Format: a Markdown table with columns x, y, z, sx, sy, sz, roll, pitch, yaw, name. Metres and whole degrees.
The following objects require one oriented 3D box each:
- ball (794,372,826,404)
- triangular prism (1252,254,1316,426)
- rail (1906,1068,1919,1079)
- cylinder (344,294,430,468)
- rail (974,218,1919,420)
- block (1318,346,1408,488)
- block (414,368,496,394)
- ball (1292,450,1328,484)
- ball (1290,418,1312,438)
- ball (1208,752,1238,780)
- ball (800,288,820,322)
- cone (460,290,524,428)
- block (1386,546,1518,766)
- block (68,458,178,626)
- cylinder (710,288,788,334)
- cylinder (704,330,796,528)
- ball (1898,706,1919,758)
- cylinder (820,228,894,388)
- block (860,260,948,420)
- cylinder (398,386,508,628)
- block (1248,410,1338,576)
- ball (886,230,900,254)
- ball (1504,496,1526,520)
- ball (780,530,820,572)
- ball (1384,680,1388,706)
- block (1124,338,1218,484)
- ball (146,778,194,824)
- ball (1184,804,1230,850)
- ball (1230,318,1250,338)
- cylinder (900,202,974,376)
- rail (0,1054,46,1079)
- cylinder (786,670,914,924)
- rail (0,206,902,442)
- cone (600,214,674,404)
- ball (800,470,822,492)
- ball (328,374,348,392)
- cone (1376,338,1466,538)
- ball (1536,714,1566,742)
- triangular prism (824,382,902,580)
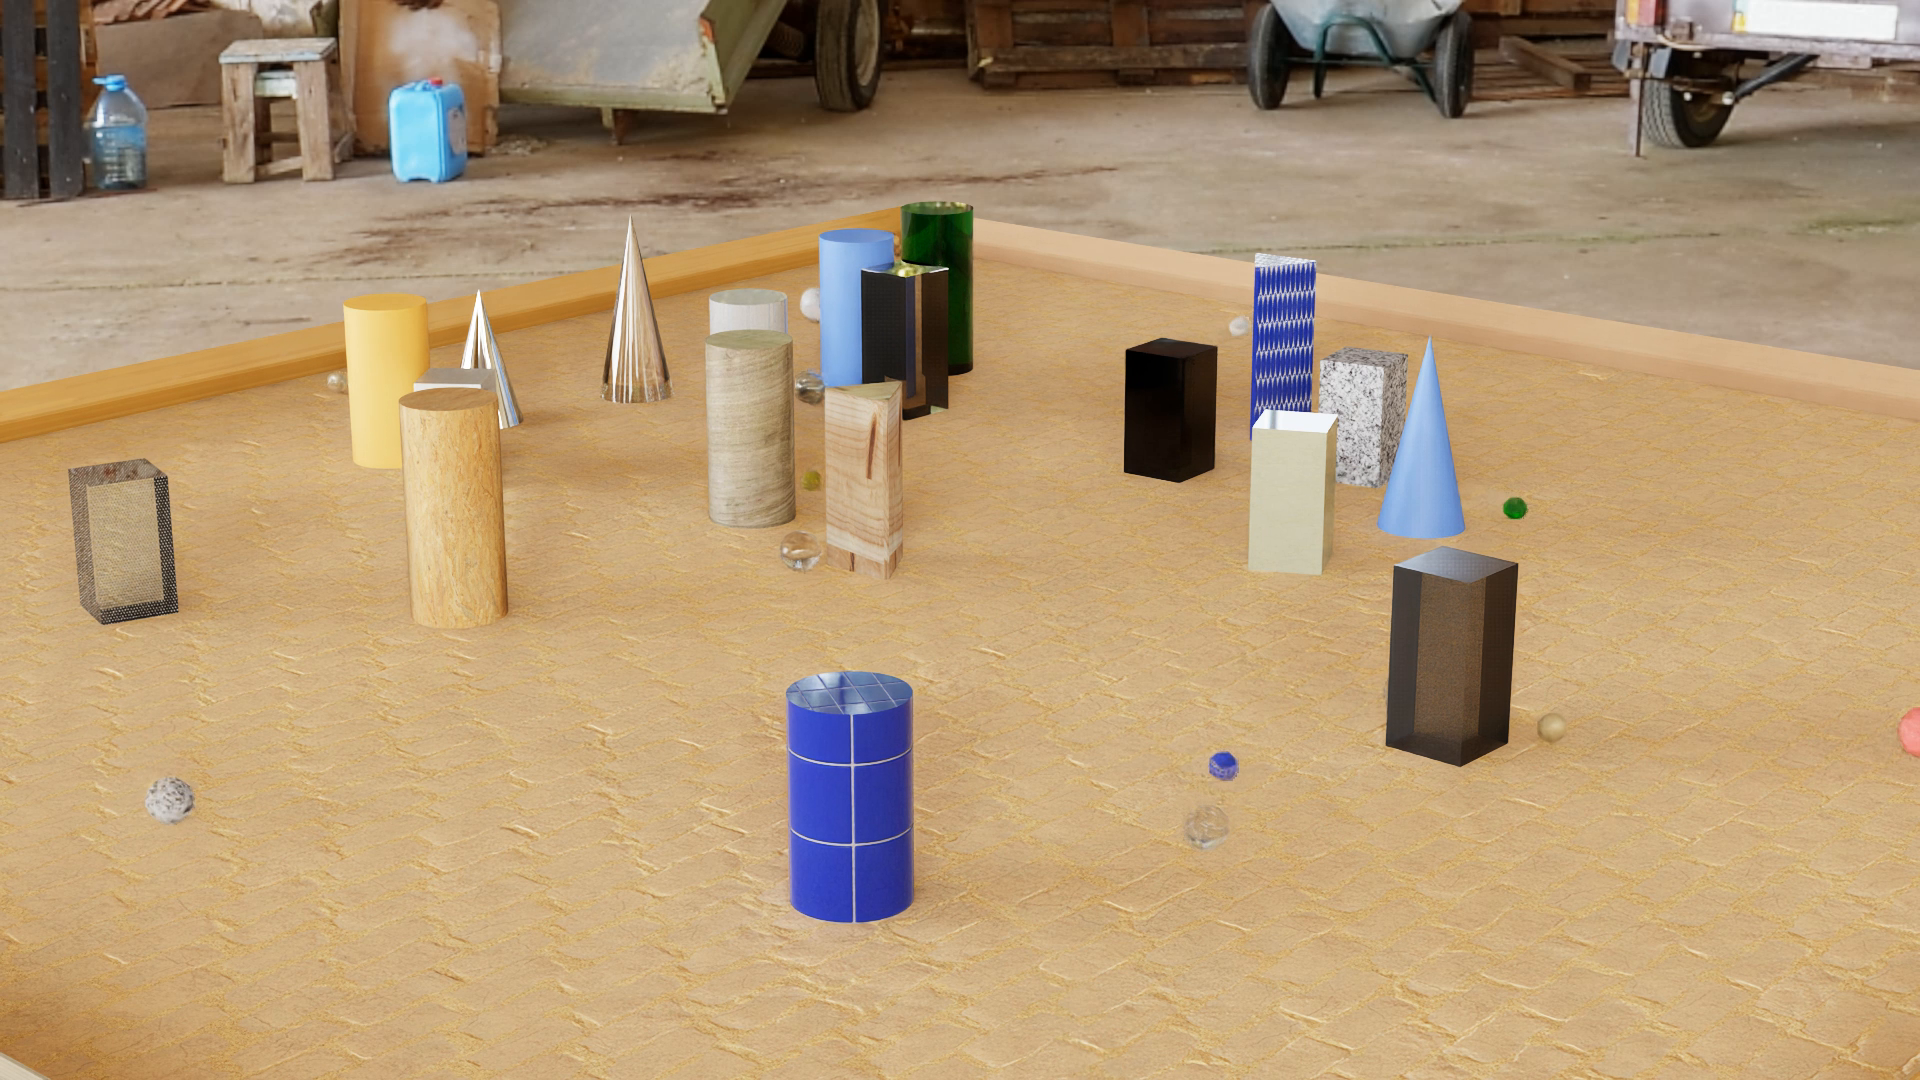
| x | y | z | sx | sy | sz | roll | pitch | yaw | name |
| --- | --- | --- | --- | --- | --- | --- | --- | --- | --- |
| -0.323 | -0.329 | 6.355 | 0.070 | 0.070 | 0.070 | 0 | 17 | 0 | ball |
| 0.643 | -0.405 | 6.098 | 0.142 | 0.366 | 0.123 | -8 | 19 | -23 | triangular prism |
| 1.584 | 0.428 | 3.808 | 0.045 | 0.106 | 4.395 | 14 | 22 | 39 | rail |
| -1.147 | -0.321 | 5.896 | 0.164 | 0.322 | 0.164 | 0 | 17 | 0 | cylinder |
| 1.425 | -0.452 | 6.693 | 4.242 | 0.106 | 0.045 | 14 | 22 | 39 | rail |
| 0.792 | -0.243 | 5.776 | 0.131 | 0.242 | 0.131 | 9 | 19 | 28 | block |
| -0.987 | -0.221 | 5.761 | 0.131 | 0.209 | 0.131 | 1 | 17 | 4 | block |
| 0.686 | -0.143 | 5.749 | 0.068 | 0.068 | 0.068 | 0 | 17 | 0 | ball |
| 0.708 | -0.231 | 6.083 | 0.042 | 0.042 | 0.042 | 0 | 17 | 0 | ball |
| 0.381 | 0.327 | 4.249 | 0.042 | 0.042 | 0.042 | 0 | 17 | 0 | ball |
| -0.349 | -0.571 | 7.130 | 0.082 | 0.082 | 0.082 | 0 | 17 | 0 | ball |
| -1.009 | -0.390 | 6.189 | 0.164 | 0.283 | 0.164 | 0 | 17 | 0 | cone |
| 0.729 | 0.171 | 4.349 | 0.131 | 0.283 | 0.131 | 15 | 22 | 40 | block |
| -1.419 | 0.002 | 4.975 | 0.131 | 0.242 | 0.131 | -10 | 20 | -30 | block |
| -0.445 | -0.383 | 6.193 | 0.164 | 0.267 | 0.164 | 0 | 17 | 0 | cylinder |
| -0.392 | -0.209 | 5.492 | 0.164 | 0.343 | 0.164 | 0 | 17 | 0 | cylinder |
| 1.427 | 0.284 | 4.331 | 0.078 | 0.078 | 0.078 | 0 | 17 | 0 | ball |
| -0.226 | -0.499 | 6.445 | 0.164 | 0.344 | 0.164 | 0 | 17 | 0 | cylinder |
| -0.118 | -0.429 | 6.270 | 0.131 | 0.310 | 0.131 | 15 | 22 | 40 | block |
| -0.851 | -0.055 | 4.934 | 0.164 | 0.375 | 0.164 | 0 | 17 | 0 | cylinder |
| 0.594 | -0.086 | 5.230 | 0.131 | 0.261 | 0.131 | 5 | 18 | 15 | block |
| -0.196 | -0.798 | 7.896 | 0.069 | 0.069 | 0.069 | 0 | 17 | 0 | ball |
| 1.044 | -0.060 | 5.517 | 0.044 | 0.044 | 0.044 | 0 | 17 | 0 | ball |
| -0.284 | 0.020 | 5.205 | 0.073 | 0.073 | 0.073 | 0 | 17 | 0 | ball |
| 0.689 | 0.235 | 4.488 | 0.081 | 0.081 | 0.081 | 0 | 17 | 0 | ball |
| 0.417 | -0.258 | 5.814 | 0.131 | 0.251 | 0.131 | 12 | 21 | 35 | block |
| -1.103 | 0.363 | 4.092 | 0.065 | 0.065 | 0.065 | 0 | 17 | 0 | ball |
| 0.337 | 0.392 | 4.001 | 0.063 | 0.063 | 0.063 | 0 | 17 | 0 | ball |
| 0.665 | -0.505 | 6.973 | 0.047 | 0.047 | 0.047 | 0 | 17 | 0 | ball |
| -0.051 | -0.568 | 6.629 | 0.164 | 0.369 | 0.164 | 0 | 17 | 0 | cylinder |
| -1.425 | 0.505 | 3.553 | 4.242 | 0.106 | 0.045 | 14 | 22 | 39 | rail |
| -0.142 | 0.333 | 3.811 | 0.164 | 0.287 | 0.164 | 0 | 17 | 0 | cylinder |
| -1.584 | -0.374 | 6.439 | 0.045 | 0.106 | 4.395 | 14 | 22 | 39 | rail |
| -0.711 | -0.515 | 6.390 | 0.164 | 0.405 | 0.164 | 0 | 17 | 0 | cone |
| -0.289 | -0.115 | 5.704 | 0.042 | 0.042 | 0.042 | 0 | 17 | 0 | ball |
| -1.370 | -0.345 | 6.455 | 0.042 | 0.042 | 0.042 | 0 | 17 | 0 | ball |
| 0.862 | -0.202 | 5.430 | 0.164 | 0.366 | 0.164 | 0 | 17 | 0 | cone |
| 0.887 | 0.282 | 4.397 | 0.043 | 0.043 | 0.043 | 0 | 17 | 0 | ball |
| -0.145 | -0.112 | 5.208 | 0.142 | 0.325 | 0.123 | 14 | 22 | 37 | triangular prism |
